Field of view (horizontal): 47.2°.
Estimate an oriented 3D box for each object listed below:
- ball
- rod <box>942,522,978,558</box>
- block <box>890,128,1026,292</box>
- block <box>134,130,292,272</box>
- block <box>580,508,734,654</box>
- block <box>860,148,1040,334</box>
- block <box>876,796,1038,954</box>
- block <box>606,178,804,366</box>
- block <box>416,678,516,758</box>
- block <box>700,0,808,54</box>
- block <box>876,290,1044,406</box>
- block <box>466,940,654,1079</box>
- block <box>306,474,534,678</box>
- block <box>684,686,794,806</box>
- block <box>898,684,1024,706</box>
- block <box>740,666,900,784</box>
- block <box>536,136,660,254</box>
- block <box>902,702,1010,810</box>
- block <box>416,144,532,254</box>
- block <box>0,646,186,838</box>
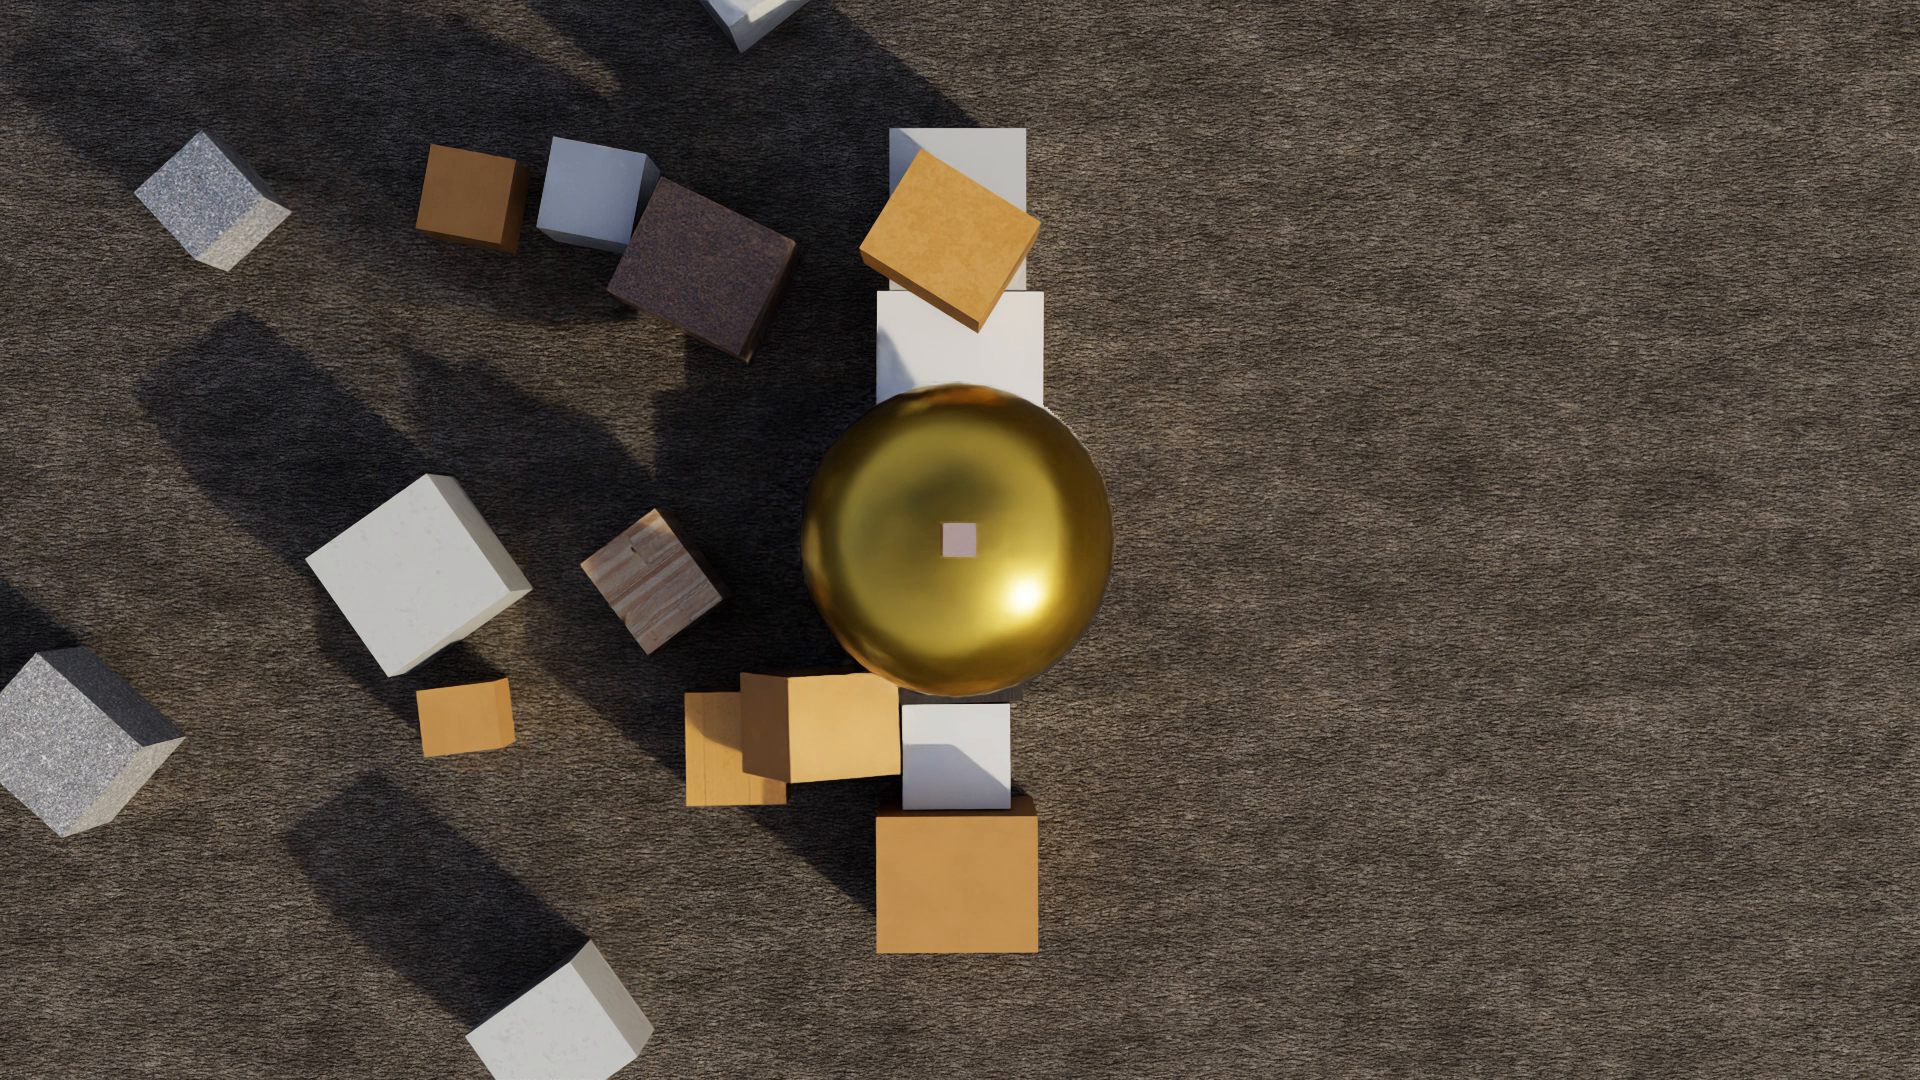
[{"bbox_3d":[-0.016,0.000,11.169,1.600,1.600,1.600,0,90,0],"label":"ball"},{"bbox_3d":[-0.007,0.000,7.769,0.080,5.200,0.080,0,90,0],"label":"rod"},{"bbox_3d":[-0.012,-1.820,12.546,0.751,0.909,0.887,0,90,0],"label":"block"},{"bbox_3d":[-4.311,-1.953,12.723,0.523,0.553,0.517,-43,90,0],"label":"block"},{"bbox_3d":[-1.736,0.234,12.681,0.529,0.638,0.638,-37,90,0],"label":"block"},{"bbox_3d":[-0.052,-1.588,11.773,0.736,0.637,0.613,32,90,0],"label":"block"},{"bbox_3d":[-0.016,1.893,12.535,0.887,0.930,0.747,0,90,0],"label":"block"},{"bbox_3d":[-1.448,-1.529,12.625,0.822,0.749,0.707,26,90,0],"label":"block"},{"bbox_3d":[-2.872,1.028,12.799,0.448,0.401,0.383,-7,90,0],"label":"block"},{"bbox_3d":[-1.250,-3.318,12.664,0.619,0.671,0.646,-38,90,0],"label":"block"},{"bbox_3d":[0.000,-0.932,12.561,0.917,0.879,0.876,0,90,0],"label":"block"},{"bbox_3d":[-2.287,2.835,12.651,0.719,0.698,0.653,-35,90,0],"label":"block"},{"bbox_3d":[-3.093,0.198,12.655,0.832,0.689,0.810,-35,90,0],"label":"block"},{"bbox_3d":[-1.270,1.179,12.717,0.564,0.566,0.639,-1,90,0],"label":"block"},{"bbox_3d":[-0.071,0.539,12.637,0.821,0.726,0.748,-2,90,0],"label":"block"},{"bbox_3d":[-0.778,1.009,12.164,0.653,0.676,0.563,-2,90,-28],"label":"block"},{"bbox_3d":[-2.082,-1.973,12.707,0.535,0.585,0.520,11,90,0],"label":"block"},{"bbox_3d":[-0.021,1.215,12.663,0.604,0.673,0.588,0,90,0],"label":"block"},{"bbox_3d":[-2.821,-1.976,12.776,0.493,0.448,0.489,10,90,0],"label":"block"},{"bbox_3d":[-5.094,1.147,12.648,0.796,0.704,0.680,42,90,0],"label":"block"}]
